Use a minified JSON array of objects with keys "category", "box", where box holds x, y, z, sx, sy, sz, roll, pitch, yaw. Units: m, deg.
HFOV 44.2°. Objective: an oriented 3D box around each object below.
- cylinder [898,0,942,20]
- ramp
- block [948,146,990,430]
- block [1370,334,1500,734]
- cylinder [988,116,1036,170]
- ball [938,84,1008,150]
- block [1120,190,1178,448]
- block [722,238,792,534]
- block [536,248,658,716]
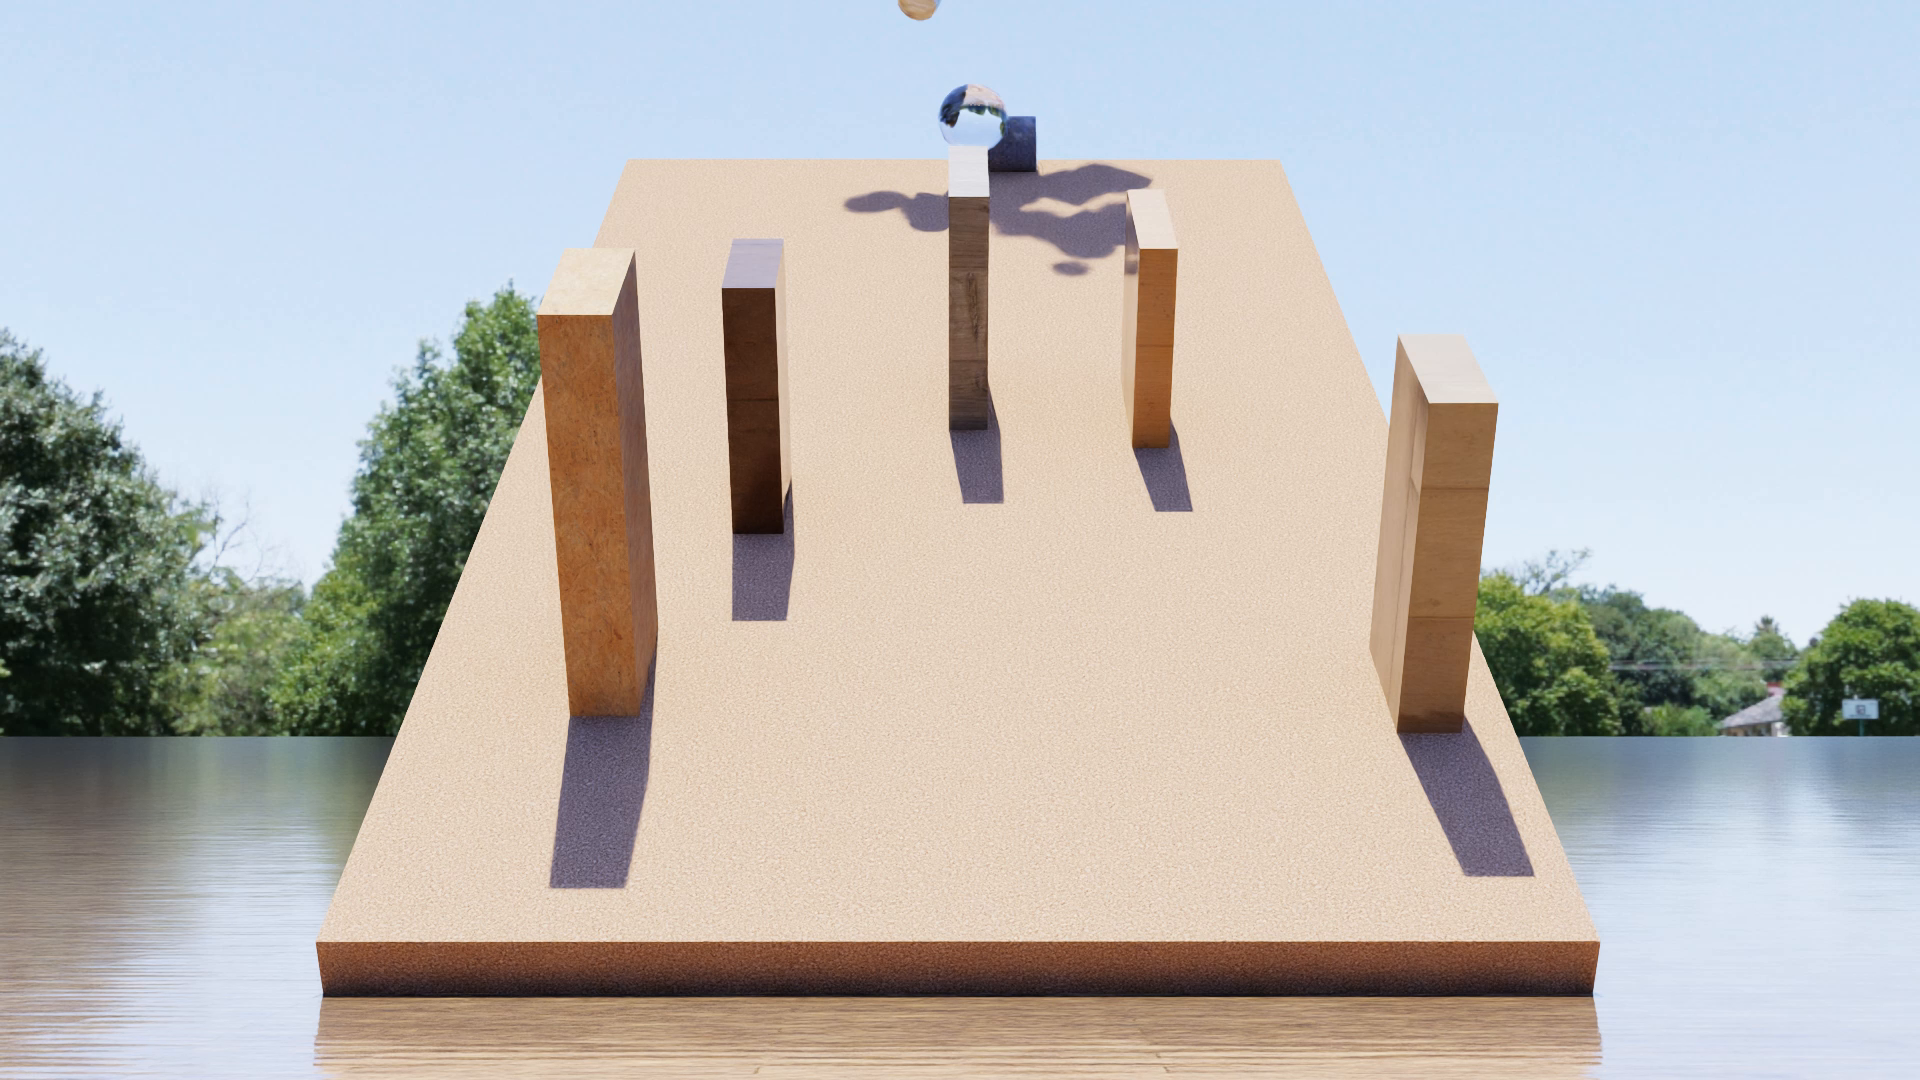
[{"category":"cylinder","box":[-0.105,-1.582,6.829,0.118,0.118,0.118,15,-42,14]},{"category":"ramp","box":[-0.010,-0.227,5.490,2.000,0.100,4.000,0,27,0]},{"category":"block","box":[0.018,-0.585,5.469,0.089,0.559,0.371,0,27,0]},{"category":"block","box":[0.841,-0.011,4.235,0.116,0.643,0.312,0,27,0]},{"category":"cylinder","box":[0.148,-1.199,7.135,0.163,0.163,0.163,1,-5,2]},{"category":"ball","box":[0.038,-1.235,6.938,0.205,0.205,0.205,0,-5,0]},{"category":"block","box":[0.430,-0.511,5.418,0.083,0.475,0.407,0,27,0]},{"category":"block","box":[-0.423,-0.323,4.957,0.107,0.547,0.294,0,27,0]},{"category":"block","box":[-0.644,-0.102,4.259,0.125,0.776,0.327,0,27,0]}]
